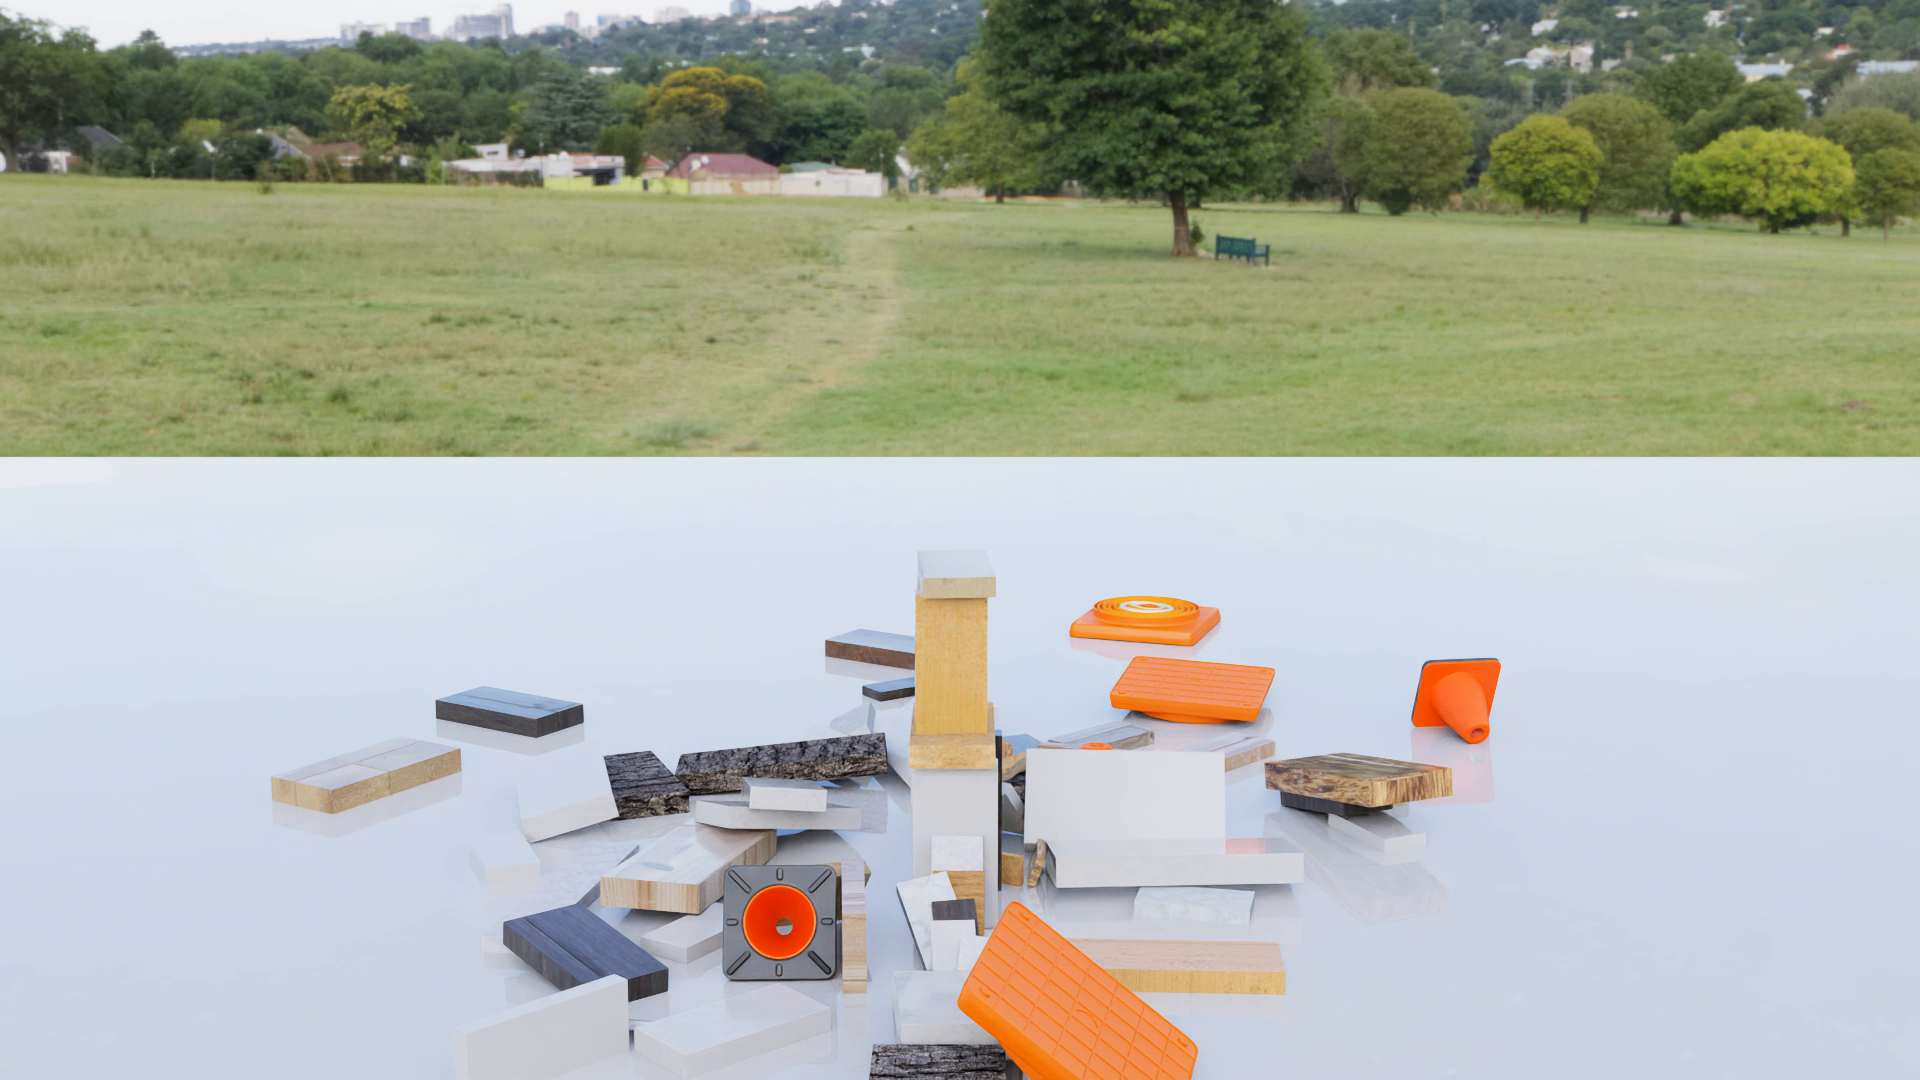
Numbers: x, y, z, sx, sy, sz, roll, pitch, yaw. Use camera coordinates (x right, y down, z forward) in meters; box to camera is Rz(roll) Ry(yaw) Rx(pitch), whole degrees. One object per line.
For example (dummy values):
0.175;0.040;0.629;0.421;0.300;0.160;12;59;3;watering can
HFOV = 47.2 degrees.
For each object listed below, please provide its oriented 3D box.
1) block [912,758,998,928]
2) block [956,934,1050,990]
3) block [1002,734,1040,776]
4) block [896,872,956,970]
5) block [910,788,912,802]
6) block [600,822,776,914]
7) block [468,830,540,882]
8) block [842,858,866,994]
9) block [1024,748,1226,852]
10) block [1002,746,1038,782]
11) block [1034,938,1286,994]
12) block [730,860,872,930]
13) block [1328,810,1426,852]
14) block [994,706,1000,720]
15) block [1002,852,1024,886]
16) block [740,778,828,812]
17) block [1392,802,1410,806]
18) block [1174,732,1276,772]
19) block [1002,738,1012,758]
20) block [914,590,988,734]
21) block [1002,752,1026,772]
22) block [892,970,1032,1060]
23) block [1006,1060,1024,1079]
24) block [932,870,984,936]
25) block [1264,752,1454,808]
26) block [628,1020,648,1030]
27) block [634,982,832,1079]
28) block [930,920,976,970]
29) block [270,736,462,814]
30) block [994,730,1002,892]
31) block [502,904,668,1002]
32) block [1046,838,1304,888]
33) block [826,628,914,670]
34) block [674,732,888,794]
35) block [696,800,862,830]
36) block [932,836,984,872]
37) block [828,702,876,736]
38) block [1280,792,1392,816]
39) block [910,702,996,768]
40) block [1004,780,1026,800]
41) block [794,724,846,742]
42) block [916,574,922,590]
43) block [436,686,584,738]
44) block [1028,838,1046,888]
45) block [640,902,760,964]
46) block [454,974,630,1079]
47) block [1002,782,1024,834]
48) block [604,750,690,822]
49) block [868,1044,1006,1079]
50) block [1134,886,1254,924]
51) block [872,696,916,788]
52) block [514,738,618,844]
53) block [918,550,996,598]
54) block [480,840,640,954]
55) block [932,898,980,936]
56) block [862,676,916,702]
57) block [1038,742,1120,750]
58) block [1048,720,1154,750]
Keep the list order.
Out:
-0.007;0.483;3.505;0.135;0.269;0.038;0;9;1;block
0.063;0.621;3.239;0.132;0.019;0.066;8;42;1;block
0.133;0.433;4.442;0.095;0.027;0.190;-5;11;-23;block
-0.036;0.586;3.354;0.081;0.023;0.161;-12;49;-13;block
-0.006;0.460;4.038;0.096;0.027;0.369;-1;-4;10;block
-0.449;0.546;3.694;0.166;0.047;0.397;2;6;13;block
-0.792;0.549;3.819;0.092;0.026;0.184;-4;11;-21;block
-0.162;0.586;3.354;0.035;0.124;0.247;-1;11;-3;block
0.291;0.463;3.887;0.350;0.175;0.050;1;-26;4;block
0.109;0.440;4.244;0.111;0.016;0.055;-40;-4;20;block
0.297;0.640;3.306;0.371;0.035;0.124;1;11;3;block
-0.252;0.562;3.478;0.208;0.104;0.029;0;38;-32;block
0.752;0.521;3.971;0.089;0.025;0.177;-5;11;-23;block
-0.001;0.356;4.666;0.095;0.027;0.370;-2;0;-11;block
0.059;0.553;3.729;0.102;0.051;0.014;6;12;29;block
-0.317;0.454;3.930;0.132;0.037;0.286;4;-3;-9;block
0.774;0.475;4.218;0.089;0.025;0.177;-4;11;-22;block
0.533;0.431;4.442;0.105;0.030;0.210;10;14;42;block
-0.013;0.410;4.471;0.146;0.041;0.292;-2;8;-20;block
-0.014;0.193;3.495;0.114;0.228;0.032;-1;10;-3;block
0.089;0.446;4.316;0.111;0.016;0.055;-16;17;-6;block
-0.002;0.652;3.033;0.170;0.048;0.340;0;0;-4;block
-0.010;0.746;2.698;0.170;0.048;0.491;0;11;2;block
-0.003;0.583;3.388;0.081;0.023;0.161;0;48;1;block
0.728;0.439;4.044;0.175;0.050;0.350;-5;1;-23;block
-0.464;0.681;3.092;0.094;0.013;0.047;3;-12;13;block
-0.316;0.683;3.071;0.247;0.035;0.124;-9;14;-41;block
-0.008;0.622;3.258;0.066;0.019;0.132;-1;43;-4;block
-1.149;0.454;4.272;0.167;0.047;0.333;6;12;31;block
0.002;0.452;3.675;0.135;0.269;0.038;0;11;0;block
-0.564;0.625;3.304;0.132;0.037;0.264;-8;19;-38;block
0.358;0.543;3.708;0.411;0.050;0.175;-1;1;-3;block
-0.164;0.265;5.307;0.292;0.041;0.146;7;12;32;block
-0.345;0.435;4.279;0.405;0.042;0.147;-6;11;-1;block
-0.323;0.490;3.918;0.264;0.037;0.132;5;-4;-33;block
-0.004;0.547;3.460;0.081;0.161;0.023;0;-8;1;block
-0.226;0.390;4.562;0.095;0.027;0.190;-27;9;5;block
0.696;0.480;4.076;0.105;0.030;0.210;-5;1;-24;block
-0.011;0.315;3.569;0.135;0.038;0.269;0;10;0;block
0.176;0.476;4.152;0.193;0.027;0.096;3;-1;16;block
-0.273;0.418;4.441;0.076;0.022;0.153;-40;29;-24;block
-0.014;0.169;3.628;0.114;0.228;0.032;-1;8;-7;block
-0.972;0.369;4.743;0.293;0.042;0.147;7;12;32;block
0.131;0.549;3.745;0.014;0.051;0.102;19;11;-1;block
-0.406;0.616;3.455;0.092;0.026;0.184;7;12;32;block
-0.558;0.670;2.952;0.029;0.104;0.258;10;15;44;block
0.078;0.476;3.928;0.077;0.155;0.022;9;58;30;block
-0.627;0.468;4.209;0.147;0.042;0.293;-4;11;-21;block
-0.029;0.703;2.664;0.170;0.048;0.340;0;11;1;block
0.383;0.593;3.585;0.187;0.025;0.089;2;11;13;block
-0.081;0.400;4.355;0.146;0.041;0.314;-40;18;-6;block
-0.735;0.462;4.091;0.167;0.047;0.333;-16;16;-10;block
-0.008;0.053;3.537;0.114;0.032;0.228;-1;11;-3;block
-0.651;0.585;3.626;0.092;0.026;0.471;2;11;11;block
-0.004;0.603;3.311;0.066;0.019;0.132;-4;47;-5;block
-0.136;0.336;4.975;0.153;0.022;0.076;-7;13;-34;block
0.245;0.443;4.195;0.193;0.096;0.027;4;11;19;block
0.291;0.415;4.530;0.210;0.030;0.105;-10;14;-43;block
